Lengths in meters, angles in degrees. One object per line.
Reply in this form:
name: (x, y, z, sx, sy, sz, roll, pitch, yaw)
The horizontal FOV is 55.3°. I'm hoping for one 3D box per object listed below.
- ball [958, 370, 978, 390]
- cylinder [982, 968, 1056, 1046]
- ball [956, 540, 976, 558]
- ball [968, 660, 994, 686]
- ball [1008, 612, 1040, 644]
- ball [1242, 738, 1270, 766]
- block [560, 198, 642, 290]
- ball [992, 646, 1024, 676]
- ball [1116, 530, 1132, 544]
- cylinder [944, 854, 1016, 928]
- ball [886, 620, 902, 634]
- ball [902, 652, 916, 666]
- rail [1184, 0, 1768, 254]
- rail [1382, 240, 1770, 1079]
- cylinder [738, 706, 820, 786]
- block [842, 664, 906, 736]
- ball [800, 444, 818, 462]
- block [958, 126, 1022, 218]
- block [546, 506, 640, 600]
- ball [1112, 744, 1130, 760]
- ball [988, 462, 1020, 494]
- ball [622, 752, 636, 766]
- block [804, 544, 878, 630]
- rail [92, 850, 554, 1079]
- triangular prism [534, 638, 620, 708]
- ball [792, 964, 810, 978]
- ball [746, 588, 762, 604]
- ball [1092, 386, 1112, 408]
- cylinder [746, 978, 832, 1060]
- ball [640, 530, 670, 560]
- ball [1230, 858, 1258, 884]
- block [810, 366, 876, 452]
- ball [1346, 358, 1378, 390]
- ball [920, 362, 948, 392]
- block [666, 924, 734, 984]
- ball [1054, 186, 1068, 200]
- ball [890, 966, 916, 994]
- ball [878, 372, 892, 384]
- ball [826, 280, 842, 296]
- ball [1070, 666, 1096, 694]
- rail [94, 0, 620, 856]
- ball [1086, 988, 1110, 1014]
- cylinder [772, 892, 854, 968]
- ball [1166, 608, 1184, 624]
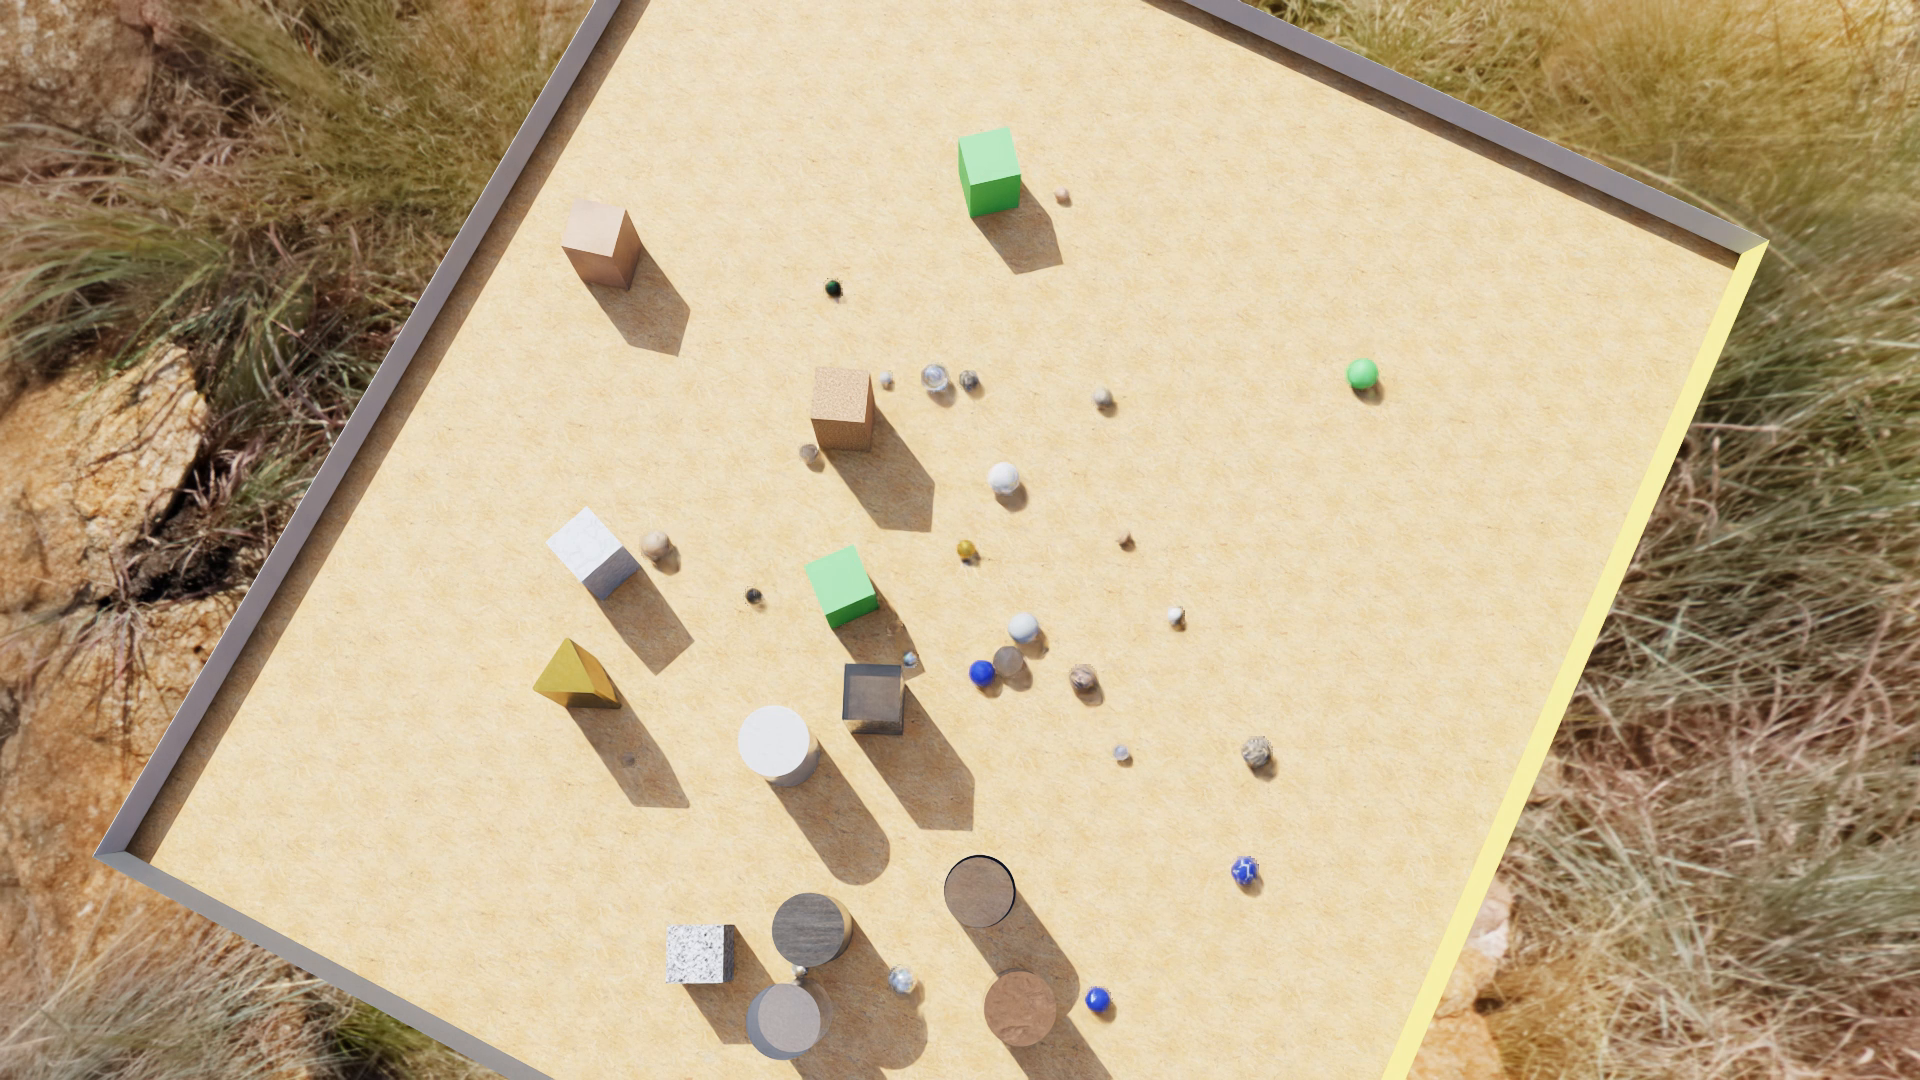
ball: (0.028, -0.498, 5.688, 0.062, 0.062, 0.062, 0, 78, 0)
cylinder: (0.164, 1.311, 5.159, 0.199, 0.365, 0.199, 0, 78, 0)
ball: (0.018, 0.028, 5.582, 0.056, 0.056, 0.056, 0, 78, 0)
ball: (0.065, 0.398, 5.494, 0.079, 0.079, 0.079, 0, 78, 0)
ball: (0.190, 0.265, 5.513, 0.095, 0.095, 0.095, 0, 78, 0)
ball: (0.879, 0.630, 5.442, 0.087, 0.087, 0.087, 0, 78, 0)
block: (-1.102, -0.910, 5.652, 0.159, 0.300, 0.159, 13, 79, 3)
ball: (0.144, 0.362, 5.494, 0.093, 0.093, 0.093, 0, 78, 0)
ball: (0.500, -0.009, 5.594, 0.047, 0.047, 0.047, 0, 78, 0)
cylinder: (0.055, 1.003, 5.221, 0.199, 0.368, 0.199, 0, 78, 0)
ball: (-0.200, 0.262, 5.539, 0.046, 0.046, 0.046, 0, 78, 0)
ball: (-0.152, 0.358, 5.520, 0.043, 0.043, 0.043, 0, 78, 0)
rail: (0.868, -1.692, 5.900, 3.645, 0.129, 0.045, 26, 80, 5)
rail: (1.609, 0.795, 5.385, 0.045, 0.129, 3.927, 26, 80, 5)
cylinder: (-0.518, 0.598, 5.289, 0.199, 0.400, 0.199, 0, 78, 0)
block: (-0.247, 0.466, 5.320, 0.159, 0.392, 0.159, 2, 78, 0)
ball: (-0.465, -0.269, 5.642, 0.059, 0.059, 0.059, 0, 78, 0)
block: (0.091, -1.145, 5.718, 0.159, 0.265, 0.159, -13, 79, -3)
block: (-1.085, 0.043, 5.444, 0.159, 0.320, 0.159, -42, 81, -8)
ball: (0.480, 0.632, 5.461, 0.048, 0.048, 0.048, 0, 78, 0)
ball: (0.134, -0.188, 5.605, 0.099, 0.099, 0.099, 0, 78, 0)
ball: (-0.987, 0.654, 5.459, 0.044, 0.044, 0.044, 0, 78, 0)
block: (-0.350, 0.142, 5.450, 0.159, 0.269, 0.159, -23, 79, -5)
rail: (-0.868, 1.706, 5.197, 3.645, 0.129, 0.045, 26, 80, 5)
triangular prism: (-1.104, 0.388, 5.328, 0.172, 0.408, 0.149, 2, 78, 0)
ball: (-0.465, 1.248, 5.332, 0.052, 0.052, 0.052, 0, 78, 0)
ball: (-0.625, 0.171, 5.556, 0.050, 0.050, 0.050, 0, 78, 0)
ball: (0.442, -0.443, 5.677, 0.062, 0.062, 0.062, 0, 78, 0)
cylinder: (-0.469, 1.327, 5.098, 0.199, 0.477, 0.199, 0, 78, 0)
ball: (-0.925, 0.014, 5.568, 0.091, 0.091, 0.091, 0, 78, 0)
ball: (0.833, 0.972, 5.376, 0.078, 0.078, 0.078, 0, 78, 0)
block: (-0.350, -0.390, 5.518, 0.159, 0.351, 0.159, 5, 78, 1)
ball: (1.247, -0.515, 5.674, 0.096, 0.096, 0.096, 0, 78, 0)
ball: (-0.079, -0.504, 5.676, 0.088, 0.088, 0.088, 0, 78, 0)
block: (-0.741, 1.182, 5.244, 0.159, 0.249, 0.159, -1, 78, 0)
ball: (0.322, -1.102, 5.821, 0.047, 0.047, 0.047, 0, 78, 0)
ball: (-0.165, 1.277, 5.312, 0.079, 0.079, 0.079, 0, 78, 0)
ball: (-0.233, -0.503, 5.700, 0.041, 0.041, 0.041, 0, 78, 0)
ball: (-0.397, -0.790, 5.753, 0.053, 0.053, 0.053, 0, 78, 0)
ball: (0.368, 0.418, 5.488, 0.082, 0.082, 0.082, 0, 78, 0)
rail: (-1.609, -0.781, 5.711, 0.045, 0.129, 3.927, 26, 80, 5)
ball: (0.399, 1.332, 5.304, 0.071, 0.071, 0.071, 0, 78, 0)
cylinder: (-0.412, 1.100, 5.178, 0.199, 0.414, 0.199, 0, 78, 0)
ball: (0.650, 0.229, 5.543, 0.051, 0.051, 0.051, 0, 78, 0)
